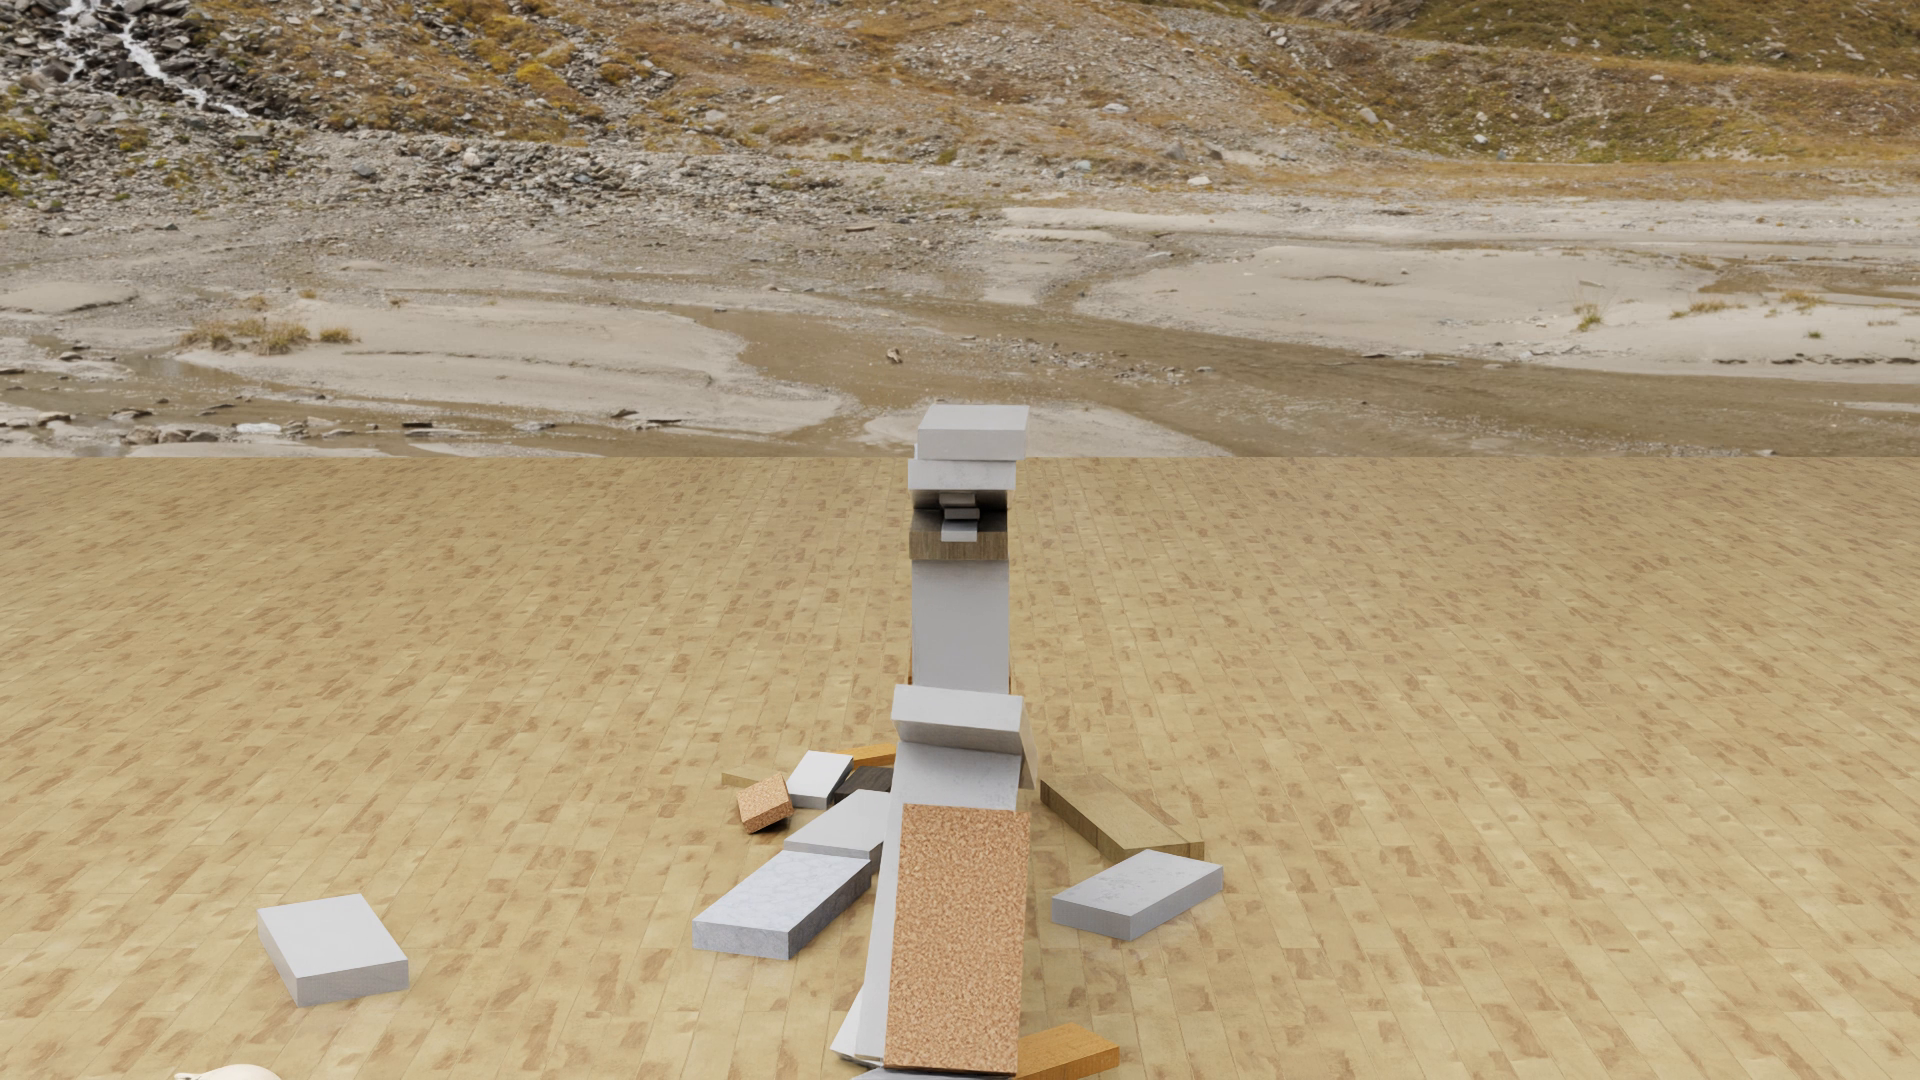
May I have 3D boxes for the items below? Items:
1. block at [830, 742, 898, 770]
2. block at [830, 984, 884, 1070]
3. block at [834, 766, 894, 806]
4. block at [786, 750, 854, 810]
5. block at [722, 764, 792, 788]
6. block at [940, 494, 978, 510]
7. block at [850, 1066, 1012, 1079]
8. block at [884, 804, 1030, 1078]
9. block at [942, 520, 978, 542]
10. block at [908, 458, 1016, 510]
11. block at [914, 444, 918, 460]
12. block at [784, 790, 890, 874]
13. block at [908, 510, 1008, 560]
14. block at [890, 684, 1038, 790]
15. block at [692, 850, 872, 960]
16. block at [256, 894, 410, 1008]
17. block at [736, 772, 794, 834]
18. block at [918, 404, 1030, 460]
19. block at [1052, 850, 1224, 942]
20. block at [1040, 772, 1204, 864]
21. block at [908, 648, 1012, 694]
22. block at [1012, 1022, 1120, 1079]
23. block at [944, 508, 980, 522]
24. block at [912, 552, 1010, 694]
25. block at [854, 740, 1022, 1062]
[{"bbox_3d":[-0.191,0.438,4.428,0.152,0.022,0.076,-6,12,-31],"label":"block"},{"bbox_3d":[-0.070,0.673,2.968,0.203,0.029,0.102,8,58,38],"label":"block"},{"bbox_3d":[-0.172,0.474,4.221,0.092,0.026,0.184,2,11,13],"label":"block"},{"bbox_3d":[-0.274,0.459,4.209,0.092,0.026,0.184,5,21,12],"label":"block"},{"bbox_3d":[-0.381,0.467,4.274,0.152,0.022,0.076,8,13,36],"label":"block"},{"bbox_3d":[-0.002,-0.055,3.170,0.050,0.014,0.101,0,-5,3],"label":"block"},{"bbox_3d":[-0.051,0.693,2.704,0.169,0.048,0.338,2,-7,12],"label":"block"},{"bbox_3d":[-0.002,0.521,2.875,0.170,0.339,0.048,4,-20,1],"label":"block"},{"bbox_3d":[0.000,-0.014,3.156,0.050,0.014,0.101,0,11,1],"label":"block"},{"bbox_3d":[0.003,-0.080,3.220,0.150,0.043,0.301,0,-5,0],"label":"block"},{"bbox_3d":[0.007,-0.109,3.386,0.150,0.043,0.302,0,-4,0],"label":"block"},{"bbox_3d":[-0.172,0.519,3.924,0.162,0.046,0.323,4,11,21],"label":"block"},{"bbox_3d":[0.000,-0.018,3.329,0.143,0.041,0.286,0,11,1],"label":"block"},{"bbox_3d":[0.012,0.276,3.039,0.170,0.048,0.339,5,-19,8],"label":"block"},{"bbox_3d":[-0.283,0.587,3.561,0.162,0.046,0.357,4,11,18],"label":"block"},{"bbox_3d":[-0.962,0.624,3.363,0.162,0.046,0.323,-5,12,-27],"label":"block"},{"bbox_3d":[-0.361,0.486,4.065,0.092,0.026,0.184,-25,13,-4],"label":"block"},{"bbox_3d":[0.023,-0.159,3.210,0.150,0.043,0.301,1,10,3],"label":"block"},{"bbox_3d":[0.294,0.580,3.608,0.149,0.042,0.297,7,13,35],"label":"block"},{"bbox_3d":[0.288,0.508,3.995,0.149,0.042,0.438,-3,11,-17],"label":"block"},{"bbox_3d":[-0.001,0.214,3.735,0.167,0.047,0.334,0,11,0],"label":"block"},{"bbox_3d":[0.104,0.705,2.971,0.203,0.029,0.102,-8,13,-36],"label":"block"},{"bbox_3d":[0.004,-0.037,3.222,0.050,0.014,0.101,0,-2,1],"label":"block"},{"bbox_3d":[0.001,0.160,3.267,0.143,0.286,0.041,0,11,0],"label":"block"},{"bbox_3d":[-0.027,0.488,2.939,0.170,0.423,0.048,7,-21,3],"label":"block"}]
